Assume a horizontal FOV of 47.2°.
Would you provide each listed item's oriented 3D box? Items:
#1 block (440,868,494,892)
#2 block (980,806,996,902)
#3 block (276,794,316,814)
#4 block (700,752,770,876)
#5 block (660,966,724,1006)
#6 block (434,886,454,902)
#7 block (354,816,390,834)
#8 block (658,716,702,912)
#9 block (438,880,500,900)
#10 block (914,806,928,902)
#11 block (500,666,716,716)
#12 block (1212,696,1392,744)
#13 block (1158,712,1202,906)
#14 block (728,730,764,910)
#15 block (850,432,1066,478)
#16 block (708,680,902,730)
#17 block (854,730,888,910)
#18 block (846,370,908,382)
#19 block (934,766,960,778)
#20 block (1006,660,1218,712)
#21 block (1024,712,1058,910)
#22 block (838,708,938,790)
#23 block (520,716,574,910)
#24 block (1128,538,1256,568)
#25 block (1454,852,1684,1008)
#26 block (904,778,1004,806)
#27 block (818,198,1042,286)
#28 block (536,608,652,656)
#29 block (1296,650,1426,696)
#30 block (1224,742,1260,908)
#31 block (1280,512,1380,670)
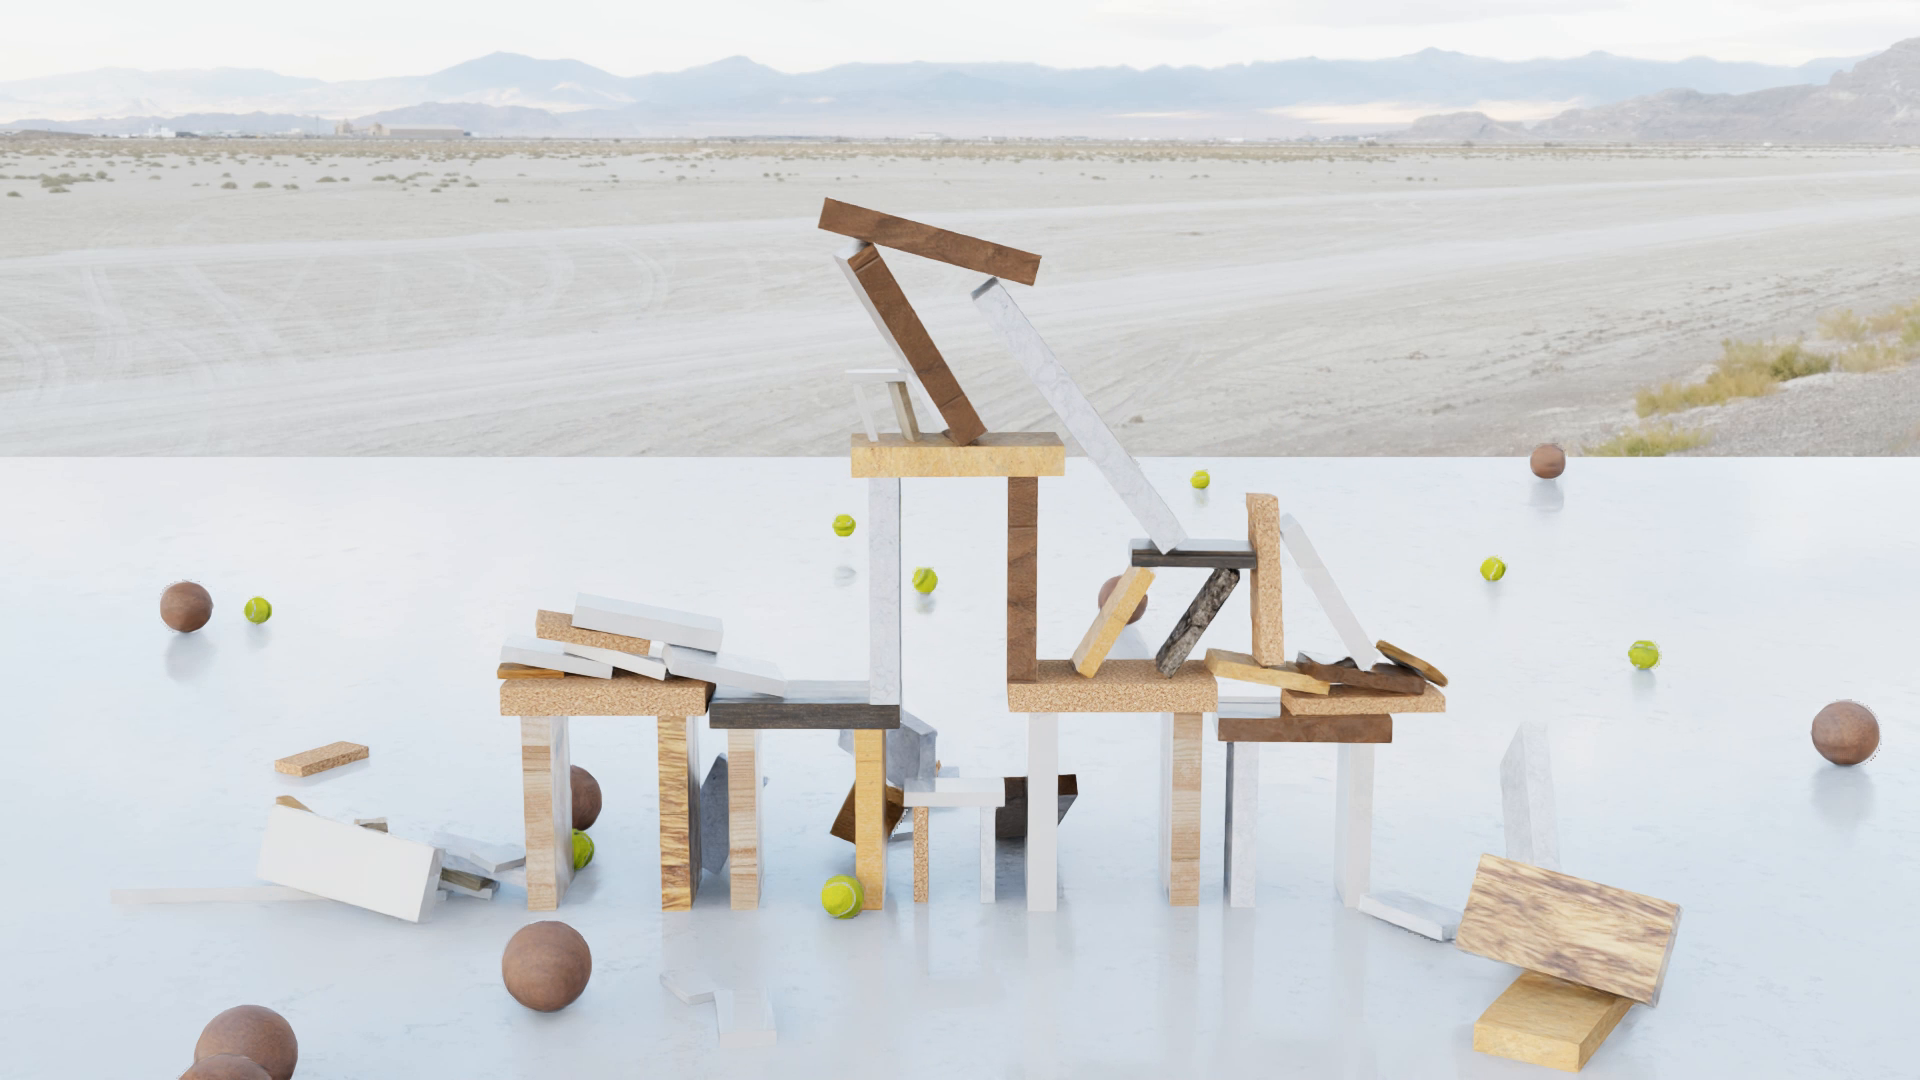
[{"bbox_3d":[-0.846,0.545,3.650,0.134,0.019,0.067,17,11,8],"label":"block"},{"bbox_3d":[0.046,0.509,3.651,0.023,0.166,0.083,0,11,0],"label":"block"},{"bbox_3d":[-1.153,0.512,3.845,0.025,0.089,0.178,-6,12,-35],"label":"block"},{"bbox_3d":[-0.410,0.467,3.751,0.095,0.190,0.027,29,13,4],"label":"block"},{"bbox_3d":[-0.398,0.659,3.255,0.054,0.015,0.109,-6,12,-30],"label":"block"},{"bbox_3d":[-0.915,0.581,3.666,0.134,0.019,0.067,0,11,1],"label":"block"},{"bbox_3d":[-0.974,0.511,3.656,0.054,0.107,0.015,-4,27,-9],"label":"block"},{"bbox_3d":[-0.463,0.429,3.638,0.047,0.329,0.164,0,11,0],"label":"block"},{"bbox_3d":[-0.839,0.563,3.667,0.134,0.019,0.067,15,11,-1],"label":"block"},{"bbox_3d":[-0.065,0.509,3.651,0.023,0.166,0.083,0,11,0],"label":"block"},{"bbox_3d":[-0.573,0.244,3.604,0.329,0.047,0.164,0,11,0],"label":"block"},{"bbox_3d":[0.560,0.295,3.616,0.280,0.040,0.140,0,11,2],"label":"block"},{"bbox_3d":[0.366,0.422,3.661,0.047,0.334,0.167,0,11,-2],"label":"block"},{"bbox_3d":[-0.353,0.440,3.638,0.043,0.306,0.153,0,11,-1],"label":"block"},{"bbox_3d":[-0.007,-0.138,3.530,0.336,0.048,0.168,0,11,-3],"label":"block"},{"bbox_3d":[-0.249,0.269,3.603,0.306,0.043,0.153,0,11,0],"label":"block"},{"bbox_3d":[-0.147,0.440,3.639,0.043,0.306,0.153,0,11,1],"label":"block"},{"bbox_3d":[-0.133,-0.261,3.490,0.098,0.014,0.049,-1,10,-3],"label":"block"},{"bbox_3d":[-0.042,0.470,4.252,0.079,0.022,0.157,0,11,1],"label":"block"},{"bbox_3d":[0.245,0.238,3.605,0.334,0.047,0.167,0,11,0],"label":"block"},{"bbox_3d":[0.134,0.426,3.639,0.047,0.334,0.167,0,11,0],"label":"block"},{"bbox_3d":[-0.126,0.342,3.788,0.034,0.121,0.241,-11,24,-35],"label":"block"},{"bbox_3d":[-0.682,0.429,3.638,0.047,0.329,0.164,0,11,0],"label":"block"},{"bbox_3d":[0.375,0.021,3.559,0.199,0.028,0.099,1,11,2],"label":"block"},{"bbox_3d":[0.875,0.560,3.170,0.291,0.145,0.041,12,-15,34],"label":"block"},{"bbox_3d":[-0.009,0.416,3.633,0.166,0.023,0.083,0,11,0],"label":"block"},{"bbox_3d":[-0.046,-0.468,3.452,0.343,0.049,0.171,15,7,-2],"label":"block"},{"bbox_3d":[-0.599,0.150,3.586,0.181,0.026,0.090,10,10,-15],"label":"block"},{"bbox_3d":[0.657,0.218,3.608,0.190,0.027,0.095,9,8,-13],"label":"block"},{"bbox_3d":[0.466,0.451,3.649,0.040,0.280,0.140,0,11,2],"label":"block"},{"bbox_3d":[0.595,0.082,3.597,0.037,0.259,0.130,-31,7,5],"label":"block"}]
